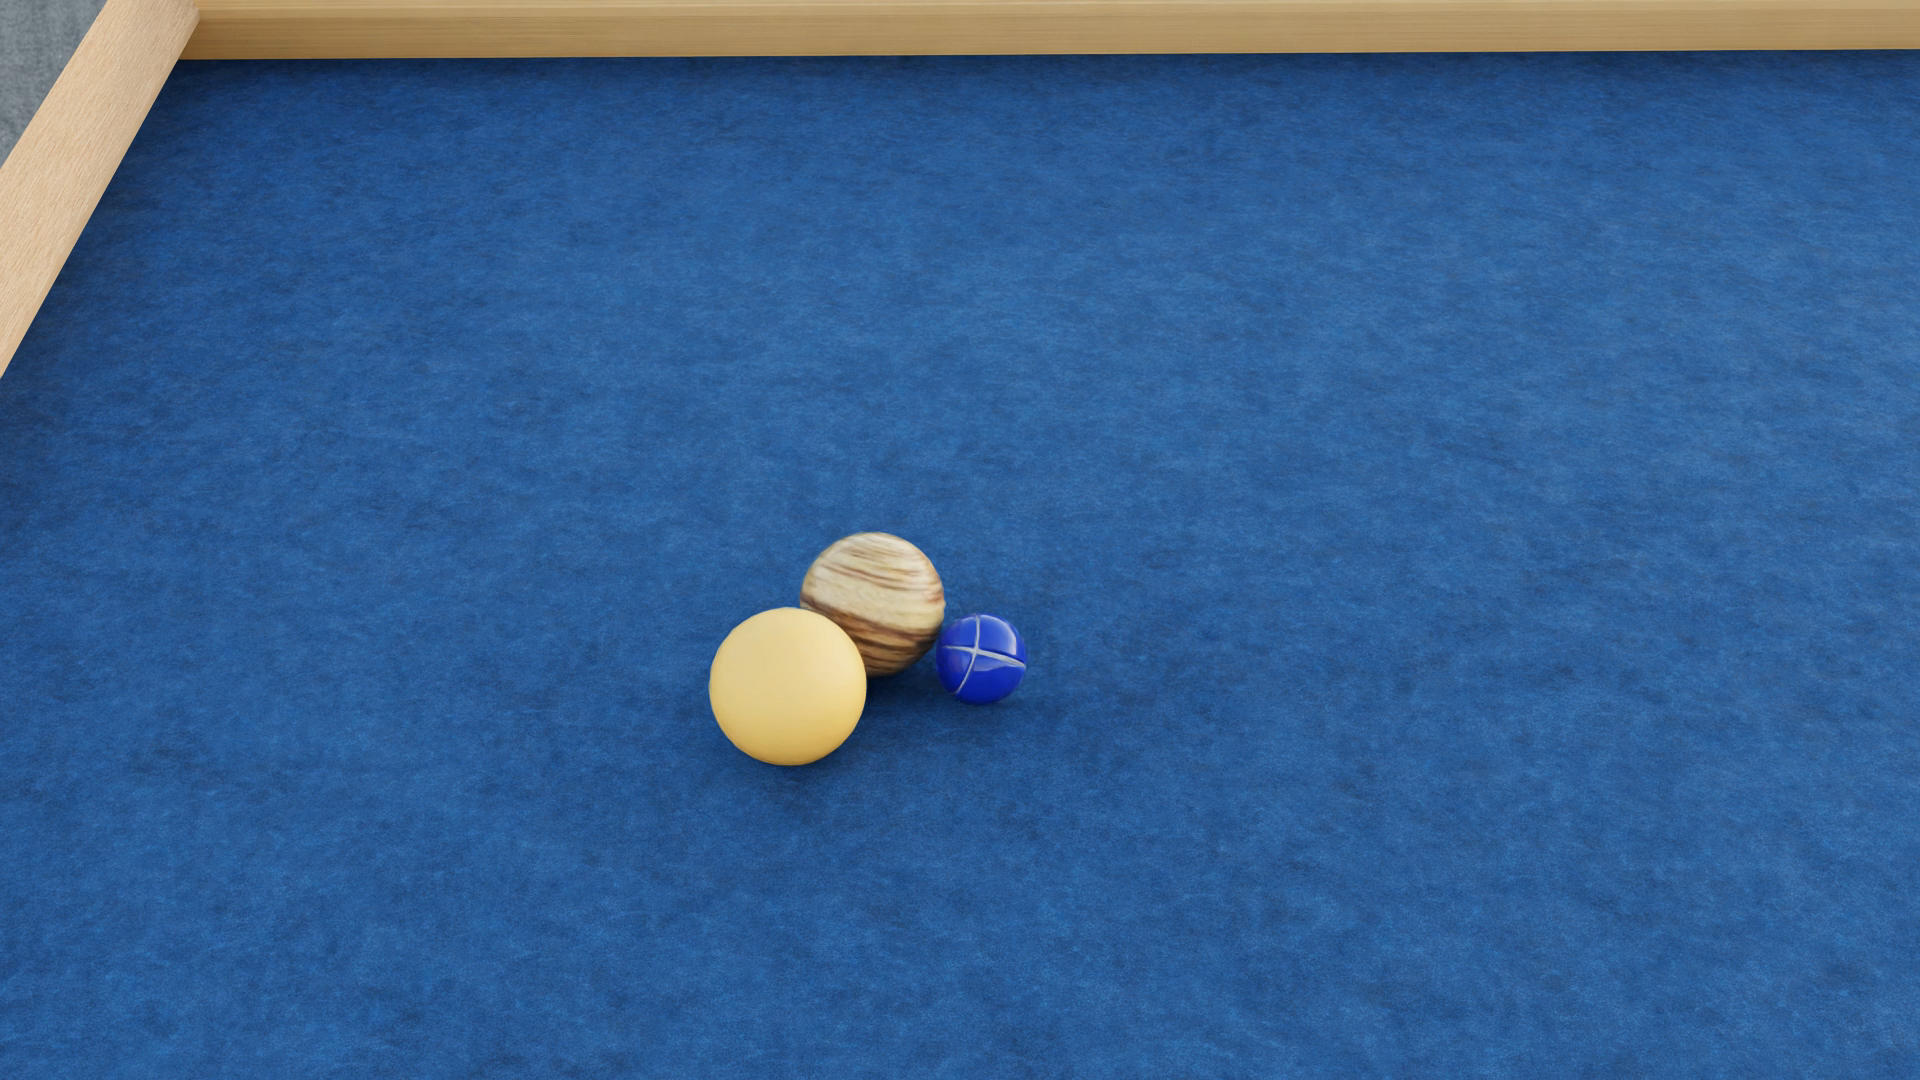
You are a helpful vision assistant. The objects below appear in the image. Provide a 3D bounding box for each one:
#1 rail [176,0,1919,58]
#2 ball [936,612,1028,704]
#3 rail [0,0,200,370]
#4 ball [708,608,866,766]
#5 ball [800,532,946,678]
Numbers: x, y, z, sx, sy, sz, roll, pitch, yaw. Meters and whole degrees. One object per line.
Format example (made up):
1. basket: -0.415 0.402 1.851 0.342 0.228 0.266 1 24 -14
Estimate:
1. rail: 0.739 -0.521 2.458 3.008 0.129 0.045 0 35 -1
2. ball: 0.014 0.077 1.671 0.060 0.060 0.060 0 35 0
3. rail: -0.728 -0.008 1.729 0.045 0.129 1.788 0 35 -1
4. ball: -0.108 0.092 1.615 0.099 0.099 0.099 0 35 0
5. ball: -0.058 0.043 1.688 0.096 0.096 0.096 0 35 0
